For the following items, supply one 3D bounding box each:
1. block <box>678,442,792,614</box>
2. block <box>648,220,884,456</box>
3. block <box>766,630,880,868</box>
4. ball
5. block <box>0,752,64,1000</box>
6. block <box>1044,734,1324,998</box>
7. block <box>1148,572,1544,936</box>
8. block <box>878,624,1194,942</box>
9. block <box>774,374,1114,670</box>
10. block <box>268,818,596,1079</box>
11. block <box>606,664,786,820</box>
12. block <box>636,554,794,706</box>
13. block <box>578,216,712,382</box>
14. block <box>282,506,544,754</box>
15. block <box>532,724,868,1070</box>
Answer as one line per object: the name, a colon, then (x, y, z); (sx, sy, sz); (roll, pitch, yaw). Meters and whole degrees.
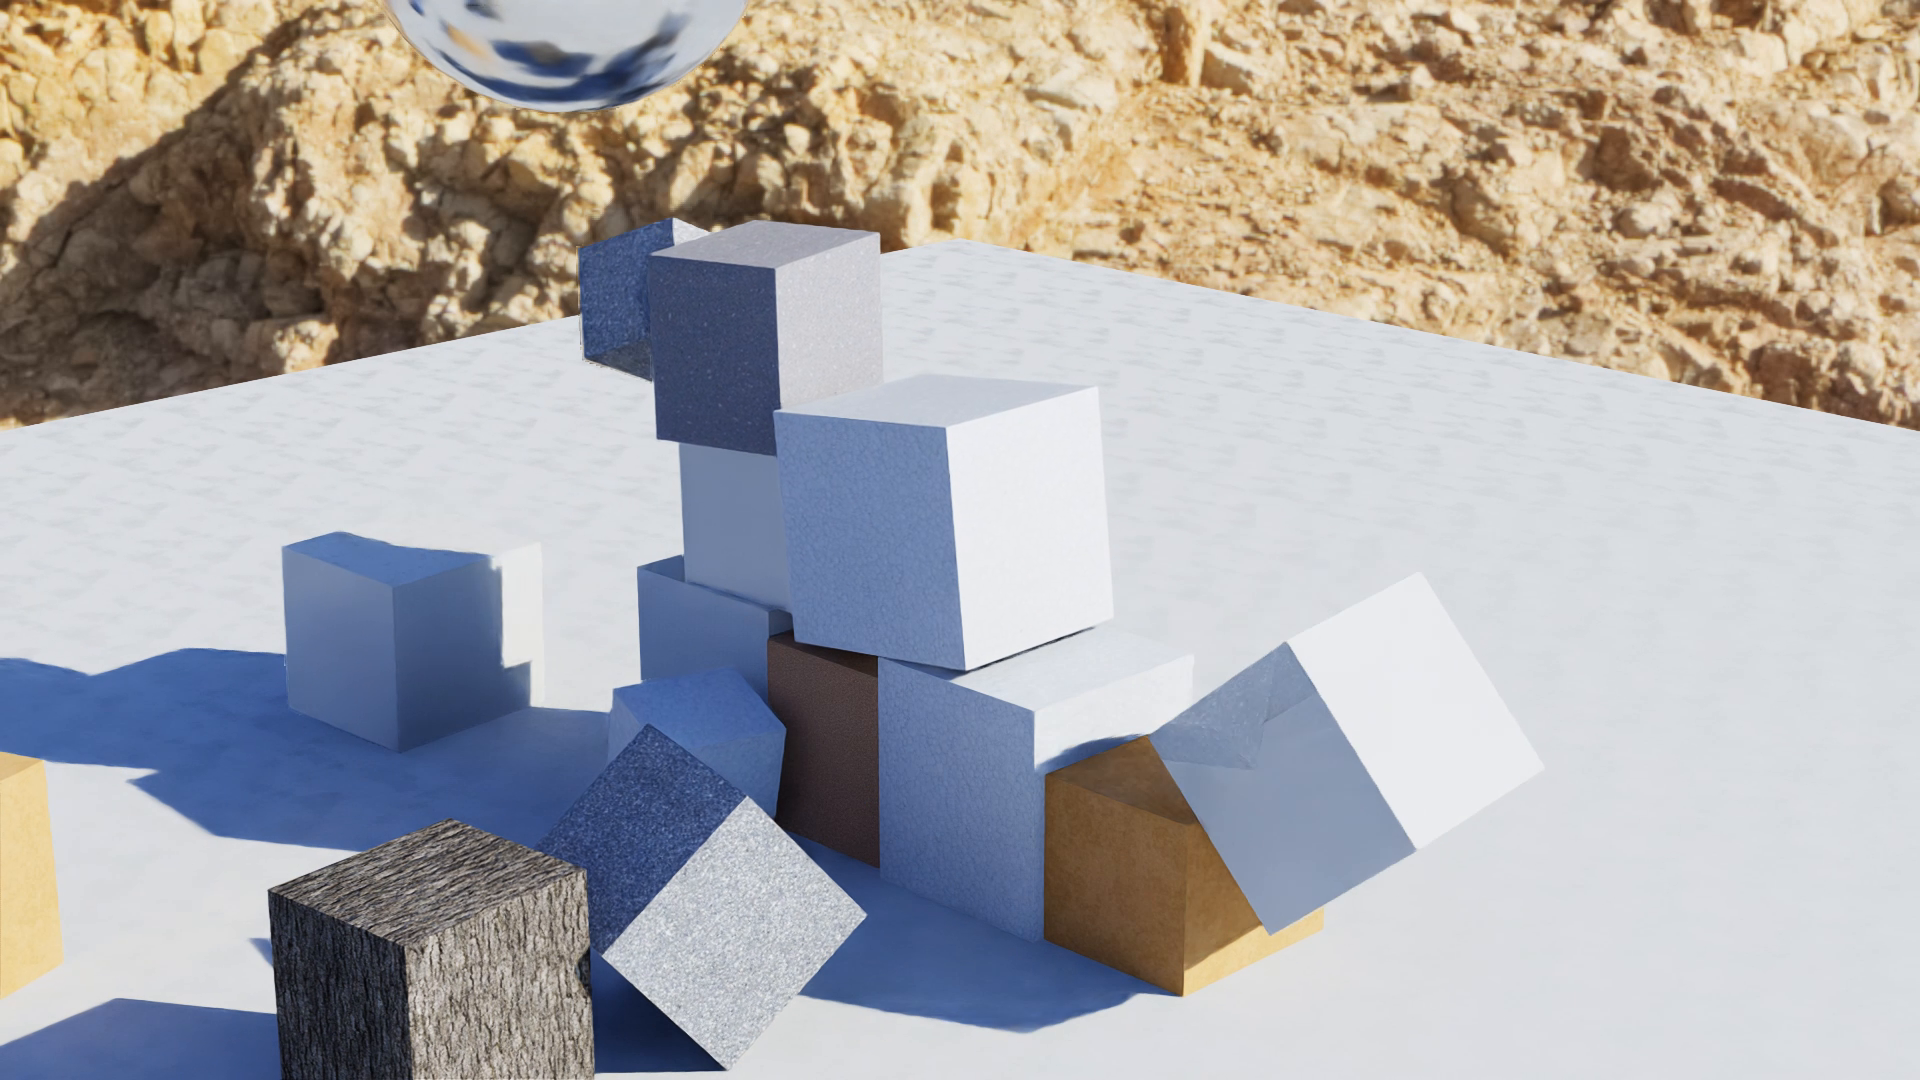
block: (-0.749, -0.175, 14.084); (0.848, 0.761, 0.813); (15, 23, 41)
block: (-0.906, -0.968, 13.871); (0.711, 0.885, 0.890); (9, 20, 29)
block: (-0.290, 0.900, 13.921); (0.917, 0.935, 0.826); (-17, 24, -42)
ball: (-1.491, -2.412, 11.021); (1.600, 1.600, 1.600); (0, 17, 0)
block: (-4.416, 1.429, 12.242); (0.876, 0.933, 0.850); (8, 19, 23)
block: (0.982, 1.358, 12.732); (0.802, 0.774, 0.943); (17, 24, 42)
block: (1.586, 0.872, 12.063); (0.964, 0.955, 0.911); (-23, -12, -45)
block: (0.340, 1.028, 13.277); (1.031, 1.077, 0.968); (-17, 24, -42)
block: (-0.069, -0.113, 13.337); (1.081, 1.078, 0.995); (7, 17, 43)
block: (-2.013, 1.736, 11.242); (0.789, 0.947, 0.893); (14, 22, 37)
block: (-1.248, 1.052, 13.726); (0.622, 0.639, 0.556); (-10, 35, -29)
block: (-0.944, 0.650, 14.508); (0.970, 1.061, 0.846); (17, 24, 42)
block: (-1.456, -1.171, 14.394); (0.594, 0.568, 0.546); (-14, -17, 31)
block: (-2.859, 0.447, 15.380); (0.890, 0.897, 0.987); (16, 24, 37)
block: (-1.102, 1.430, 11.865); (0.826, 0.818, 0.912); (-48, 33, -10)
